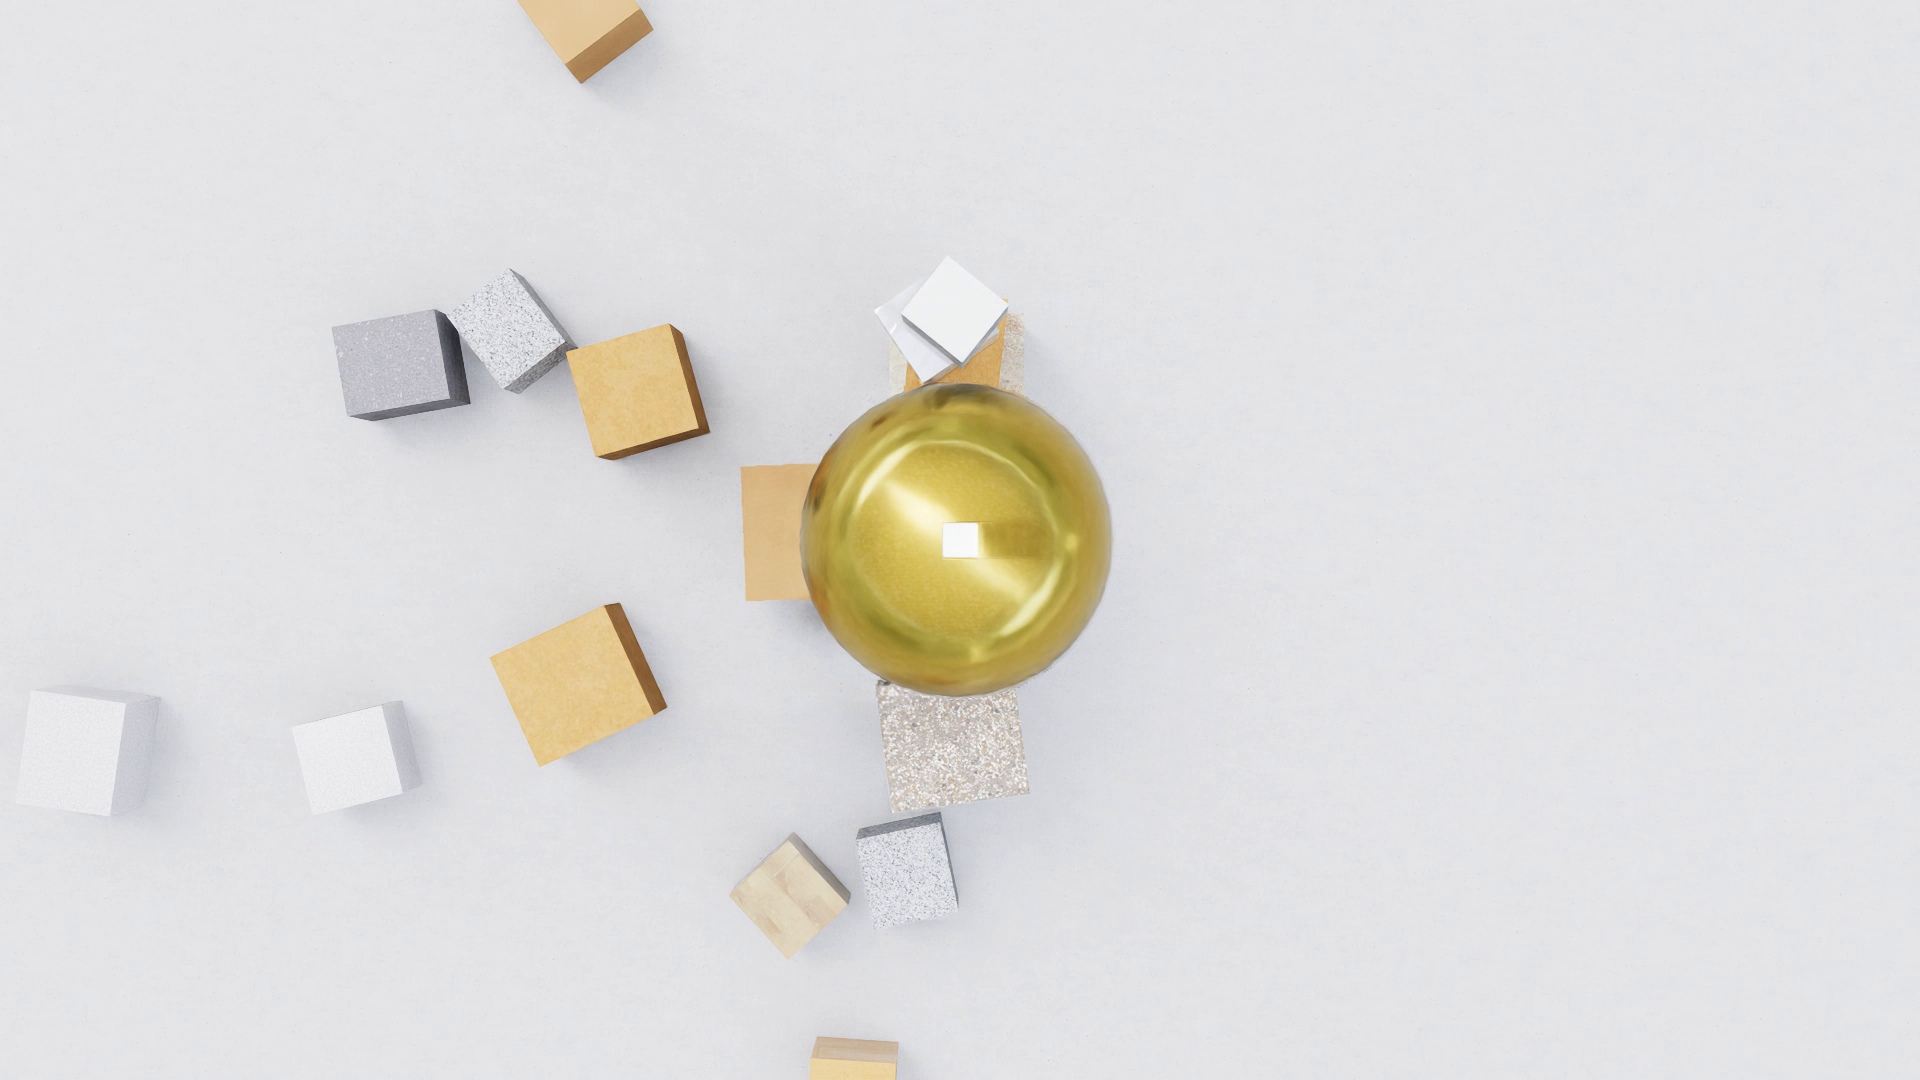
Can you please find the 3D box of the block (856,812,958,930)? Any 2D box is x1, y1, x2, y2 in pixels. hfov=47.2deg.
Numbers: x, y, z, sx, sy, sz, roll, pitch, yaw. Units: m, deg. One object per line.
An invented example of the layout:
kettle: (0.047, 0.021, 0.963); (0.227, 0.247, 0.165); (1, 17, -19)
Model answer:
block: (-0.301, 1.910, 12.750); (0.491, 0.499, 0.521); (-12, 90, 0)

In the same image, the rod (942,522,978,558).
rod: (-0.007, 0.000, 7.773); (0.080, 5.200, 0.080); (0, 90, 0)

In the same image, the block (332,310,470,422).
block: (-3.226, -1.005, 12.729); (0.591, 0.541, 0.514); (-10, 90, 0)

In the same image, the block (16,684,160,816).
block: (-5.038, 1.208, 12.727); (0.541, 0.546, 0.646); (8, 90, 0)

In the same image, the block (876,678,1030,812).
block: (-0.039, 1.068, 12.049); (0.742, 0.640, 0.679); (-8, 90, 0)

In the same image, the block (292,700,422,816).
block: (-3.496, 1.257, 12.772); (0.529, 0.456, 0.517); (-14, 90, 0)

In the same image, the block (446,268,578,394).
block: (-2.592, -1.208, 12.774); (0.448, 0.453, 0.531); (-38, 90, 0)

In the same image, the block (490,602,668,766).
block: (-2.192, 0.826, 12.706); (0.711, 0.588, 0.682); (-25, 90, 0)

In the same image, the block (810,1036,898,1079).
block: (-0.619, 3.182, 12.728); (0.485, 0.544, 0.462); (4, 90, 0)

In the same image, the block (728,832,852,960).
block: (-0.983, 2.065, 12.798); (0.466, 0.404, 0.505); (-43, 90, 0)

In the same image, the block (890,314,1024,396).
block: (-0.018, -0.931, 12.664); (0.756, 0.671, 0.680); (0, 90, 0)

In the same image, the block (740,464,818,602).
block: (-0.880, -0.047, 12.637); (0.660, 0.726, 0.754); (-2, 90, 0)

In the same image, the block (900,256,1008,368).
block: (-0.026, -1.142, 11.084); (0.389, 0.436, 0.367); (39, 90, 0)

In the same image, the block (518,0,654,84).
block: (-2.197, -3.085, 12.732); (0.539, 0.537, 0.572); (-37, 90, 0)

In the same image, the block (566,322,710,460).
block: (-1.849, -0.846, 12.701); (0.605, 0.597, 0.614); (-16, 90, 0)

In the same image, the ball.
ball: (-0.017, 0.000, 11.173); (1.600, 1.600, 1.600); (0, 90, 0)

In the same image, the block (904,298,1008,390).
block: (-0.021, -1.032, 12.046); (0.499, 0.565, 0.573); (6, 90, 0)

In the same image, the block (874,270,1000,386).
block: (-0.118, -1.126, 11.533); (0.474, 0.462, 0.449); (-34, 90, 0)
